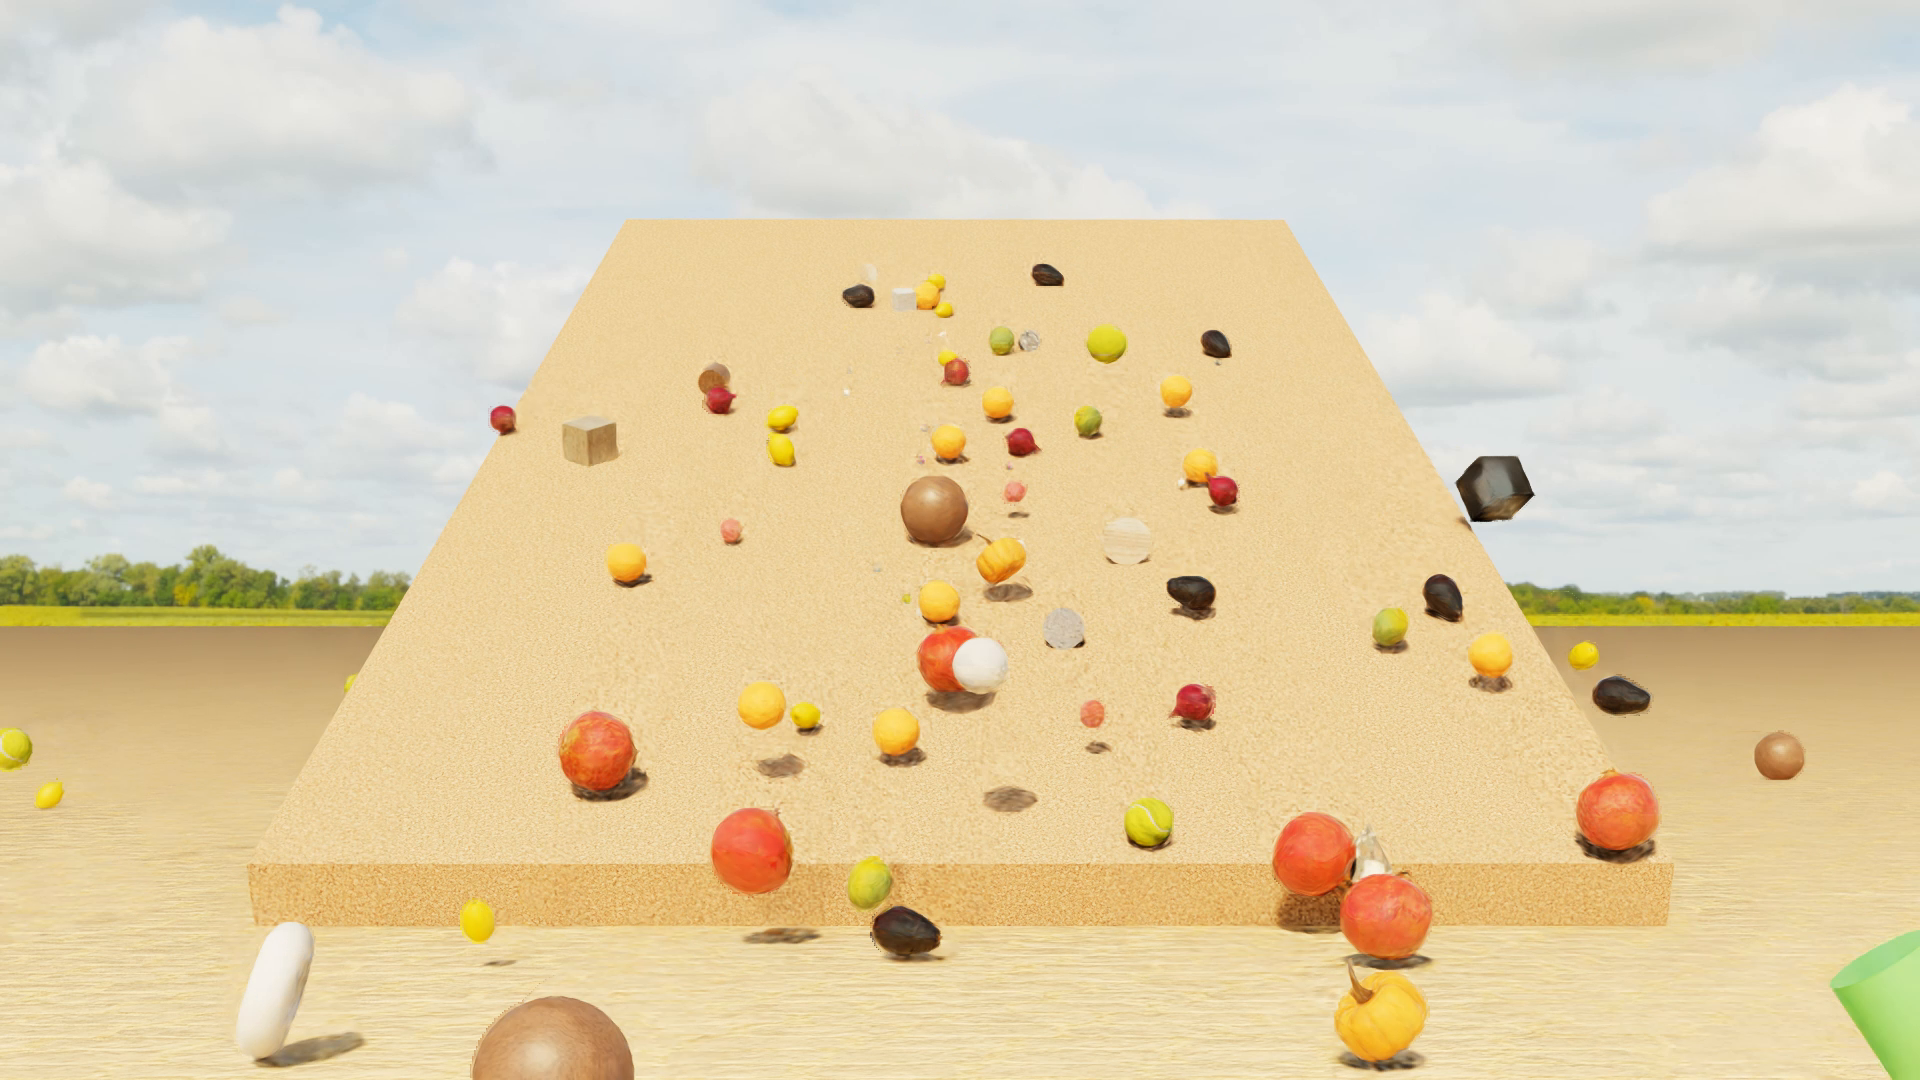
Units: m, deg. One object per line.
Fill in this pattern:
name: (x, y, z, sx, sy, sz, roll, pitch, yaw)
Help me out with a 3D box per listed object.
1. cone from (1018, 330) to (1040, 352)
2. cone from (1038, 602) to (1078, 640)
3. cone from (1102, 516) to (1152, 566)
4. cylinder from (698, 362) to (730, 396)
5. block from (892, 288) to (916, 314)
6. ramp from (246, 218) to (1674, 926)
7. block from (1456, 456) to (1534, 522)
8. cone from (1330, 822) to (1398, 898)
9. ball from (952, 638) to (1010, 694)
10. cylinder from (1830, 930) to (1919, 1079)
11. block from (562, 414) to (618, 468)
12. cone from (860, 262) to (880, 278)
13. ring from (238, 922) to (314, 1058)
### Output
cone: (0.158, -0.484, 5.611, 0.057, 0.057, 0.057, 1, -9, -27)
cone: (0.177, 0.155, 3.930, 0.071, 0.071, 0.071, -1, -32, 18)
cone: (0.309, 0.006, 4.307, 0.092, 0.092, 0.092, 0, -6, -3)
cylinder: (-0.567, -0.371, 5.261, 0.062, 0.062, 0.062, 0, 21, 10)
block: (-0.146, -0.624, 5.939, 0.052, 0.052, 0.052, -7, 22, -19)
ramp: (-0.006, -0.214, 5.080, 2.000, 0.100, 4.000, 0, 21, 0)
block: (1.030, -0.099, 4.395, 0.091, 0.091, 0.091, -2, -32, -24)
cone: (0.559, 0.428, 3.136, 0.091, 0.091, 0.091, 1, 22, 0)
ball: (0.029, 0.174, 3.171, 0.079, 0.079, 0.079, 0, -2, 0)
cylinder: (0.808, 0.396, 1.937, 0.095, 0.095, 0.095, -31, -8, -5)
block: (-0.781, -0.210, 4.811, 0.081, 0.081, 0.081, 17, 27, 38)
cone: (-0.251, -0.729, 6.253, 0.051, 0.051, 0.051, 0, -19, -13)
ring: (-0.668, 0.439, 2.226, 0.045, 0.134, 0.134, 17, -4, -7)
